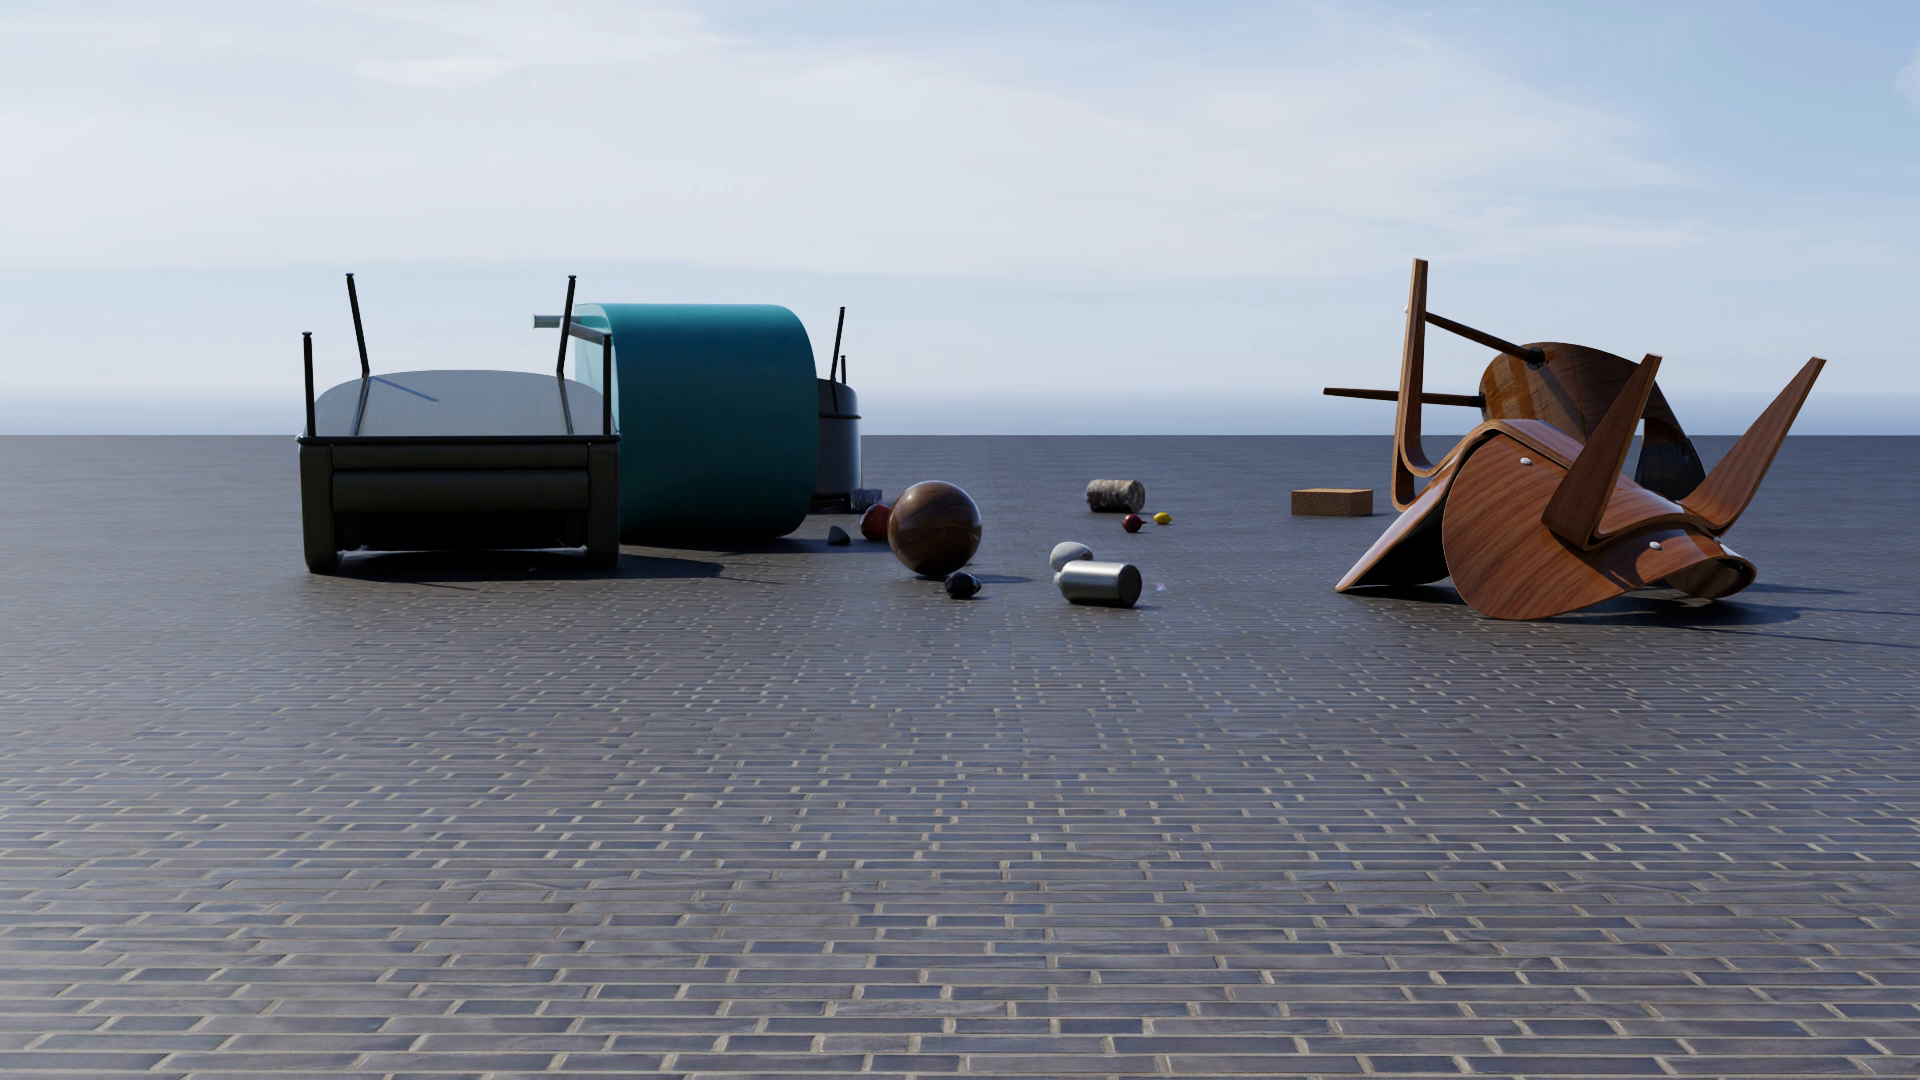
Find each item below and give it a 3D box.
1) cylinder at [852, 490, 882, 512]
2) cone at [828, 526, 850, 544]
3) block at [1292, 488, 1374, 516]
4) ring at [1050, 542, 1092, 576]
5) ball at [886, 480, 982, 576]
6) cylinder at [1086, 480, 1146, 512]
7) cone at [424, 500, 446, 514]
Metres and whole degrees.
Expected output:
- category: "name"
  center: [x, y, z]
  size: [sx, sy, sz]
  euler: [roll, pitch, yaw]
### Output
- category: "cylinder"
  center: [-0.343, -0.146, 8.081]
  size: [0.111, 0.080, 0.121]
  euler: [0, 12, -2]
- category: "cone"
  center: [-0.367, -0.002, 6.378]
  size: [0.050, 0.062, 0.121]
  euler: [-36, 19, -20]
- category: "block"
  center: [1.340, -0.136, 7.913]
  size: [0.220, 0.084, 0.229]
  euler: [2, 5, 31]
- category: "ring"
  center: [0.268, 0.046, 5.273]
  size: [0.074, 0.083, 0.121]
  euler: [13, 12, 28]
- category: "ball"
  center: [-0.061, -0.028, 5.275]
  size: [0.230, 0.230, 0.230]
  euler: [0, 4, 0]
- category: "cylinder"
  center: [0.570, -0.160, 8.040]
  size: [0.172, 0.113, 0.134]
  euler: [3, -9, 34]
- category: "cone"
  center: [-1.923, -0.109, 7.965]
  size: [0.085, 0.049, 0.086]
  euler: [2, 20, 13]
